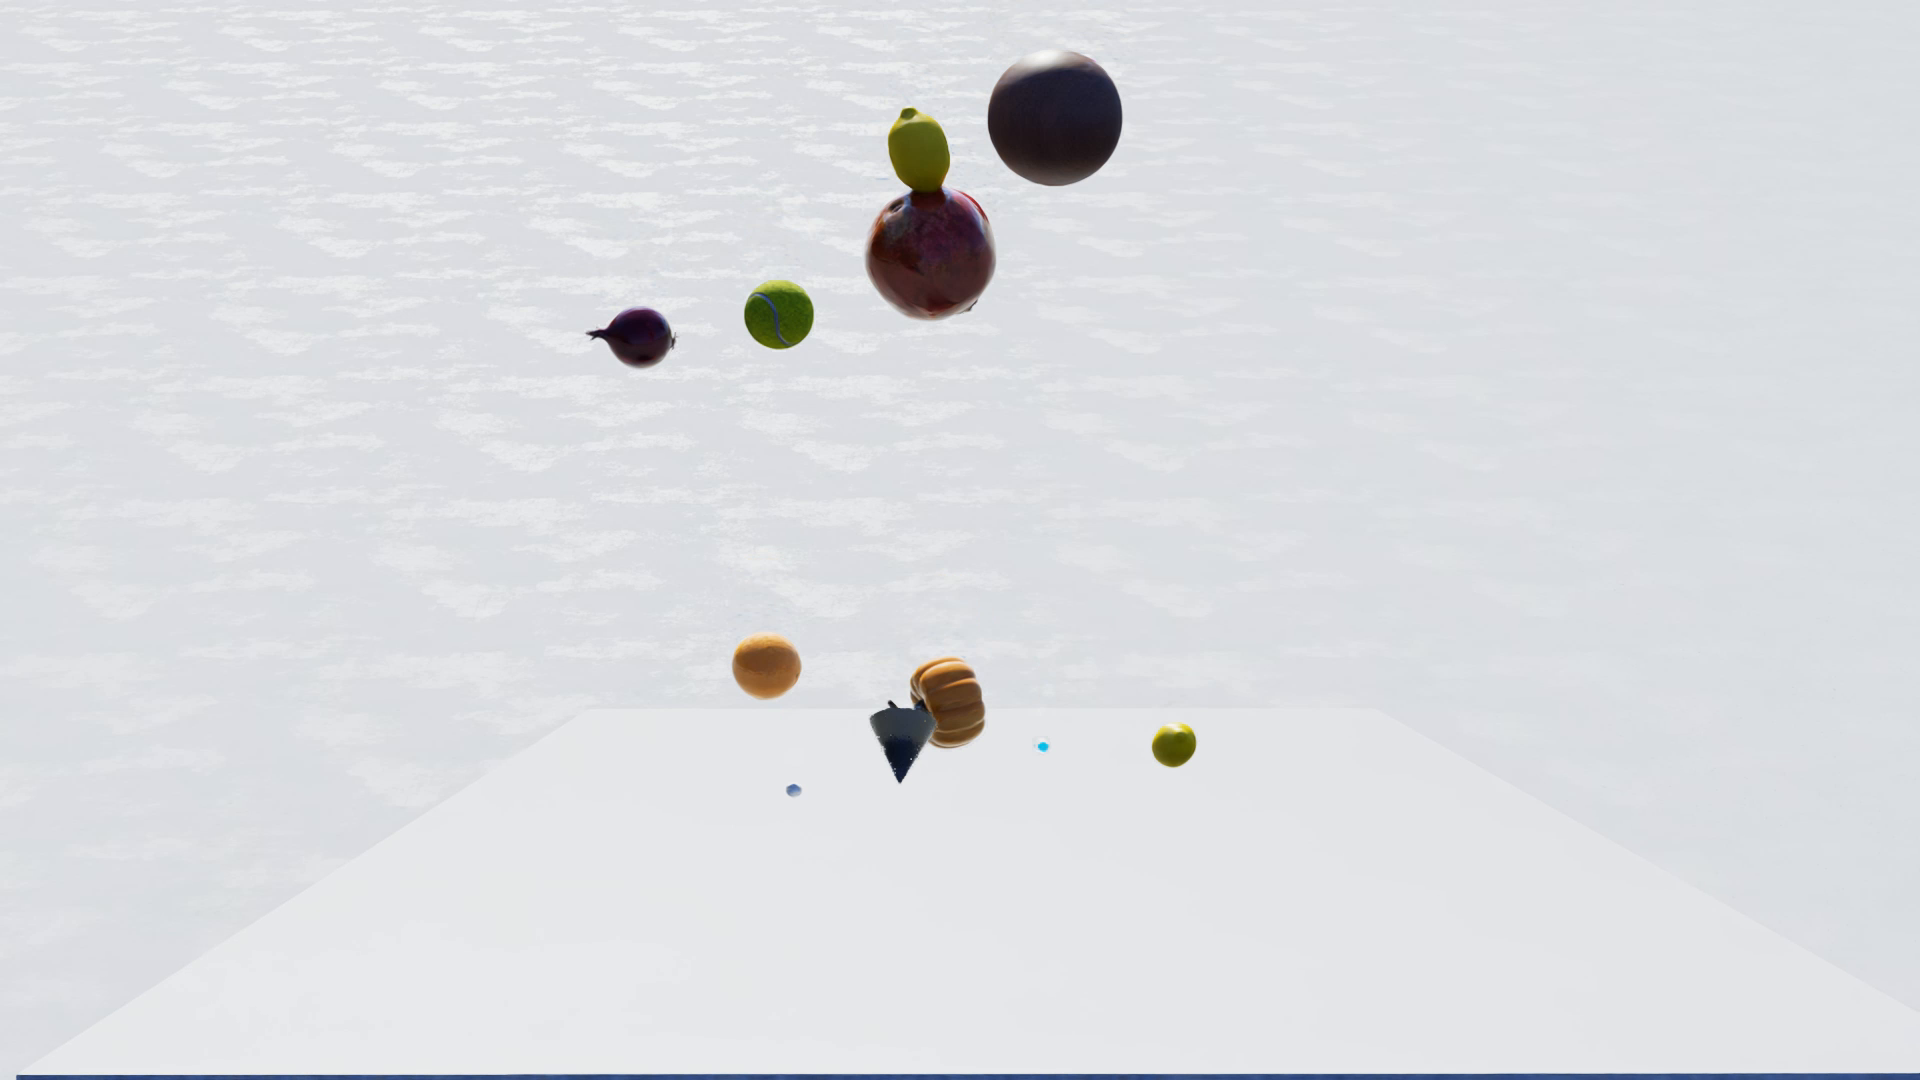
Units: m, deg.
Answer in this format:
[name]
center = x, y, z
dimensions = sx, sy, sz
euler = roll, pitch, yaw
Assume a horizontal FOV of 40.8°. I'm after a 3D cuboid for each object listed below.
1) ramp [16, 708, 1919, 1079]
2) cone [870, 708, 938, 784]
[ramp]
center = 0.059, 0.530, 4.567
dimensions = 2.000, 0.100, 4.000
euler = 0, 1, 0
[cone]
center = -0.055, 0.202, 2.430
dimensions = 0.065, 0.065, 0.065
euler = 1, 61, 3
